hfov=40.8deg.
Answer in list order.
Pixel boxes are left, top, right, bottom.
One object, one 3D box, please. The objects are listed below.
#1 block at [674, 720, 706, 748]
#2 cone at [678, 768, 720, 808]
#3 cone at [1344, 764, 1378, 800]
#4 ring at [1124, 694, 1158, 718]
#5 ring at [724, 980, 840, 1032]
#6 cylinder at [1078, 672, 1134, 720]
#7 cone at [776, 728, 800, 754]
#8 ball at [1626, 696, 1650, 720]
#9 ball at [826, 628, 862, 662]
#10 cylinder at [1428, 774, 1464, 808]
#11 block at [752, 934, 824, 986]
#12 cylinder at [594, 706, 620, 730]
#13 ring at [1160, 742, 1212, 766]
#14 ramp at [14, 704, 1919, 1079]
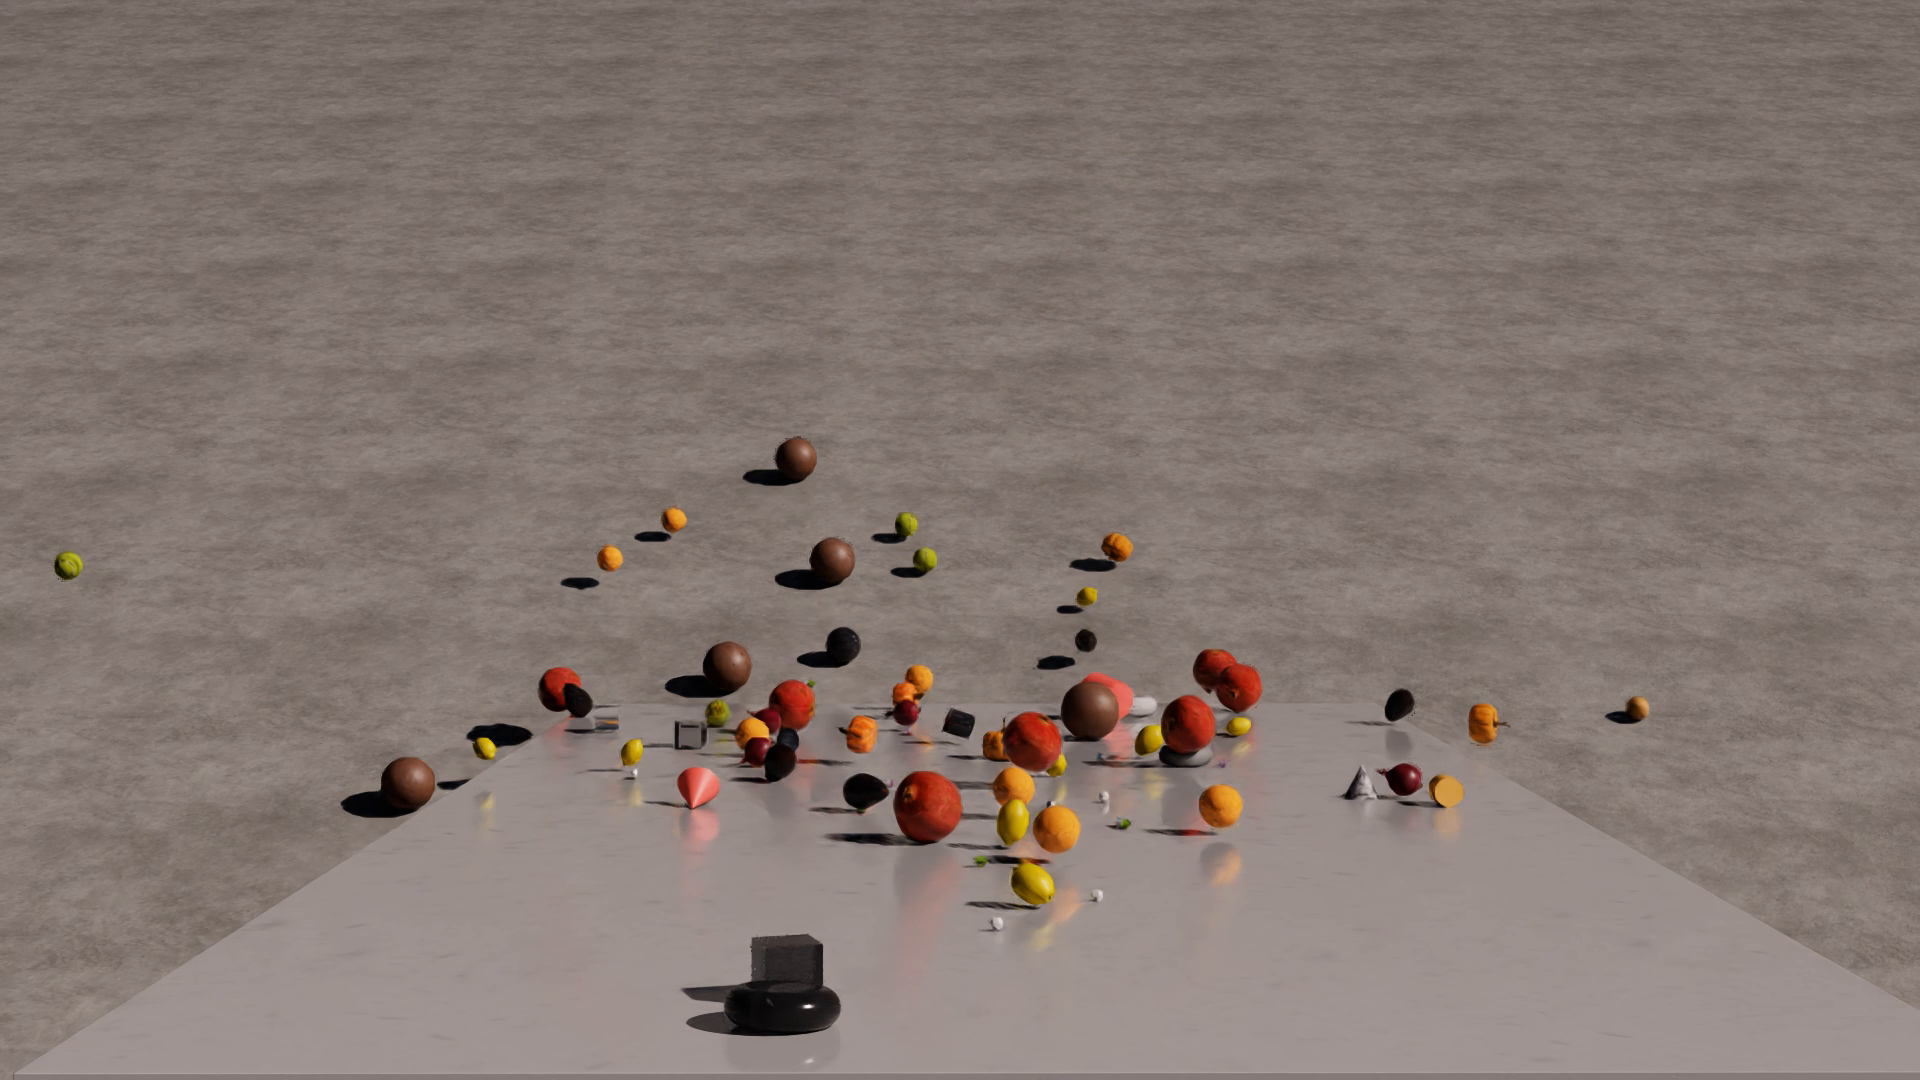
[{"bbox_3d":[-0.579,0.417,5.535,0.056,0.056,0.056,0,2,6],"label":"block"},{"bbox_3d":[-0.469,0.455,4.569,0.077,0.077,0.077,2,28,3],"label":"cone"},{"bbox_3d":[0.730,0.437,4.683,0.063,0.063,0.063,0,2,0],"label":"cone"},{"bbox_3d":[0.405,0.401,6.235,0.145,0.048,0.145,-1,0,0],"label":"ring"},{"bbox_3d":[-0.191,0.502,2.776,0.126,0.042,0.126,2,-1,0],"label":"ring"},{"bbox_3d":[0.346,0.371,6.127,0.093,0.093,0.093,-18,23,-32],"label":"cylinder"},{"bbox_3d":[-0.373,0.420,5.382,0.054,0.054,0.054,-19,6,-35],"label":"cone"},{"bbox_3d":[1.752,0.435,6.662,0.060,0.060,0.060,0,25,0],"label":"ball"},{"bbox_3d":[-0.314,0.283,6.941,0.096,0.096,0.096,0,25,0],"label":"ball"},{"bbox_3d":[0.863,0.445,4.578,0.052,0.052,0.052,-1,1,-2],"label":"cylinder"},{"bbox_3d":[-0.195,0.486,2.913,0.066,0.066,0.066,-1,2,-18],"label":"block"},{"bbox_3d":[-0.801,0.404,5.849,0.054,0.054,0.054,0,25,-5],"label":"cylinder"},{"bbox_3d":[0.457,0.435,5.213,0.109,0.036,0.109,0,7,0],"label":"ring"},{"bbox_3d":[0.058,0.522,4.561,2.000,0.100,4.000,0,2,0],"label":"ramp"}]
